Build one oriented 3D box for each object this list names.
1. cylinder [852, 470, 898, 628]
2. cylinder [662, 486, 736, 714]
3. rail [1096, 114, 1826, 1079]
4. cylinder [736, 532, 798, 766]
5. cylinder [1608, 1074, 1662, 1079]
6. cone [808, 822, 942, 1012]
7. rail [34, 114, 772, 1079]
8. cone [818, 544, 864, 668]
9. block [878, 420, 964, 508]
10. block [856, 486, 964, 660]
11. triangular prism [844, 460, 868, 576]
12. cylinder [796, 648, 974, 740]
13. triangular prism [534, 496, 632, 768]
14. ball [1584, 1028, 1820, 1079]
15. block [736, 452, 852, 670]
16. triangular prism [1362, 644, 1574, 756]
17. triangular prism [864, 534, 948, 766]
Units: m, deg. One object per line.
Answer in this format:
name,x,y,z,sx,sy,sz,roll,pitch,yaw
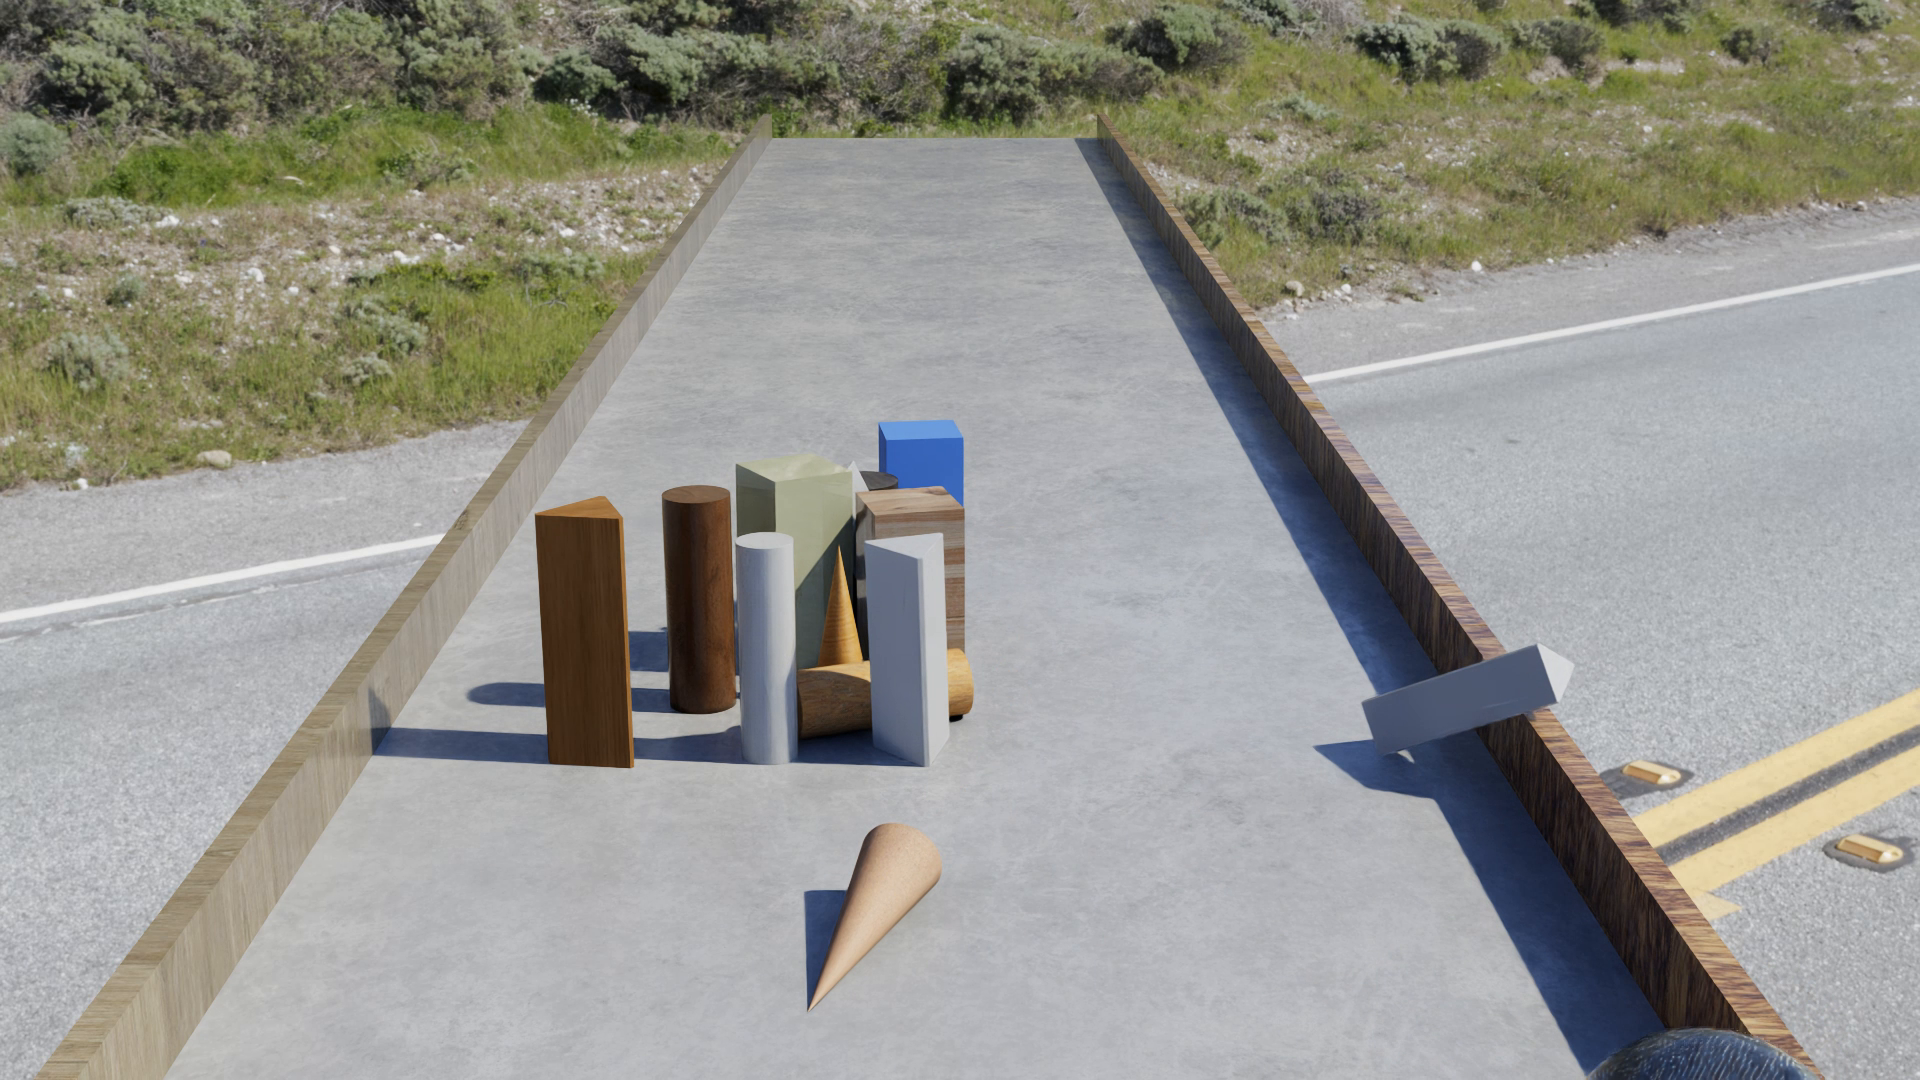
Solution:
cylinder,-0.205,0.019,4.634,0.153,0.301,0.153,0,17,0
cylinder,-0.488,0.112,4.127,0.127,0.412,0.127,0,17,0
rail,0.932,-0.844,7.801,0.050,0.150,12.000,0,17,-1
cylinder,-0.340,0.192,3.879,0.102,0.400,0.102,0,17,0
cylinder,0.668,0.716,2.560,0.329,0.147,0.147,-4,17,-14
cone,-0.150,0.571,3.195,0.131,0.131,0.388,5,27,18
rail,-1.118,-0.838,7.780,0.050,0.150,12.000,0,17,-1
cone,-0.227,0.156,4.155,0.115,0.312,0.115,0,17,0
block,-0.087,-0.078,4.888,0.168,0.343,0.168,-2,17,-8
block,-0.100,0.081,4.372,0.178,0.331,0.178,-4,17,-14
triangular prism,-0.176,0.013,4.518,0.091,0.360,0.105,-37,24,-24
cylinder,-0.152,0.283,4.055,0.333,0.125,0.125,-7,18,-22
triangular prism,-0.642,0.160,3.886,0.155,0.458,0.134,3,17,9
ball,0.801,0.687,2.351,0.324,0.324,0.324,0,17,0
block,-0.329,0.046,4.375,0.169,0.395,0.169,-9,19,-31
triangular prism,0.869,0.266,3.818,0.377,0.089,0.103,-25,19,44
triangular prism,-0.069,0.187,3.906,0.140,0.389,0.121,16,25,43
